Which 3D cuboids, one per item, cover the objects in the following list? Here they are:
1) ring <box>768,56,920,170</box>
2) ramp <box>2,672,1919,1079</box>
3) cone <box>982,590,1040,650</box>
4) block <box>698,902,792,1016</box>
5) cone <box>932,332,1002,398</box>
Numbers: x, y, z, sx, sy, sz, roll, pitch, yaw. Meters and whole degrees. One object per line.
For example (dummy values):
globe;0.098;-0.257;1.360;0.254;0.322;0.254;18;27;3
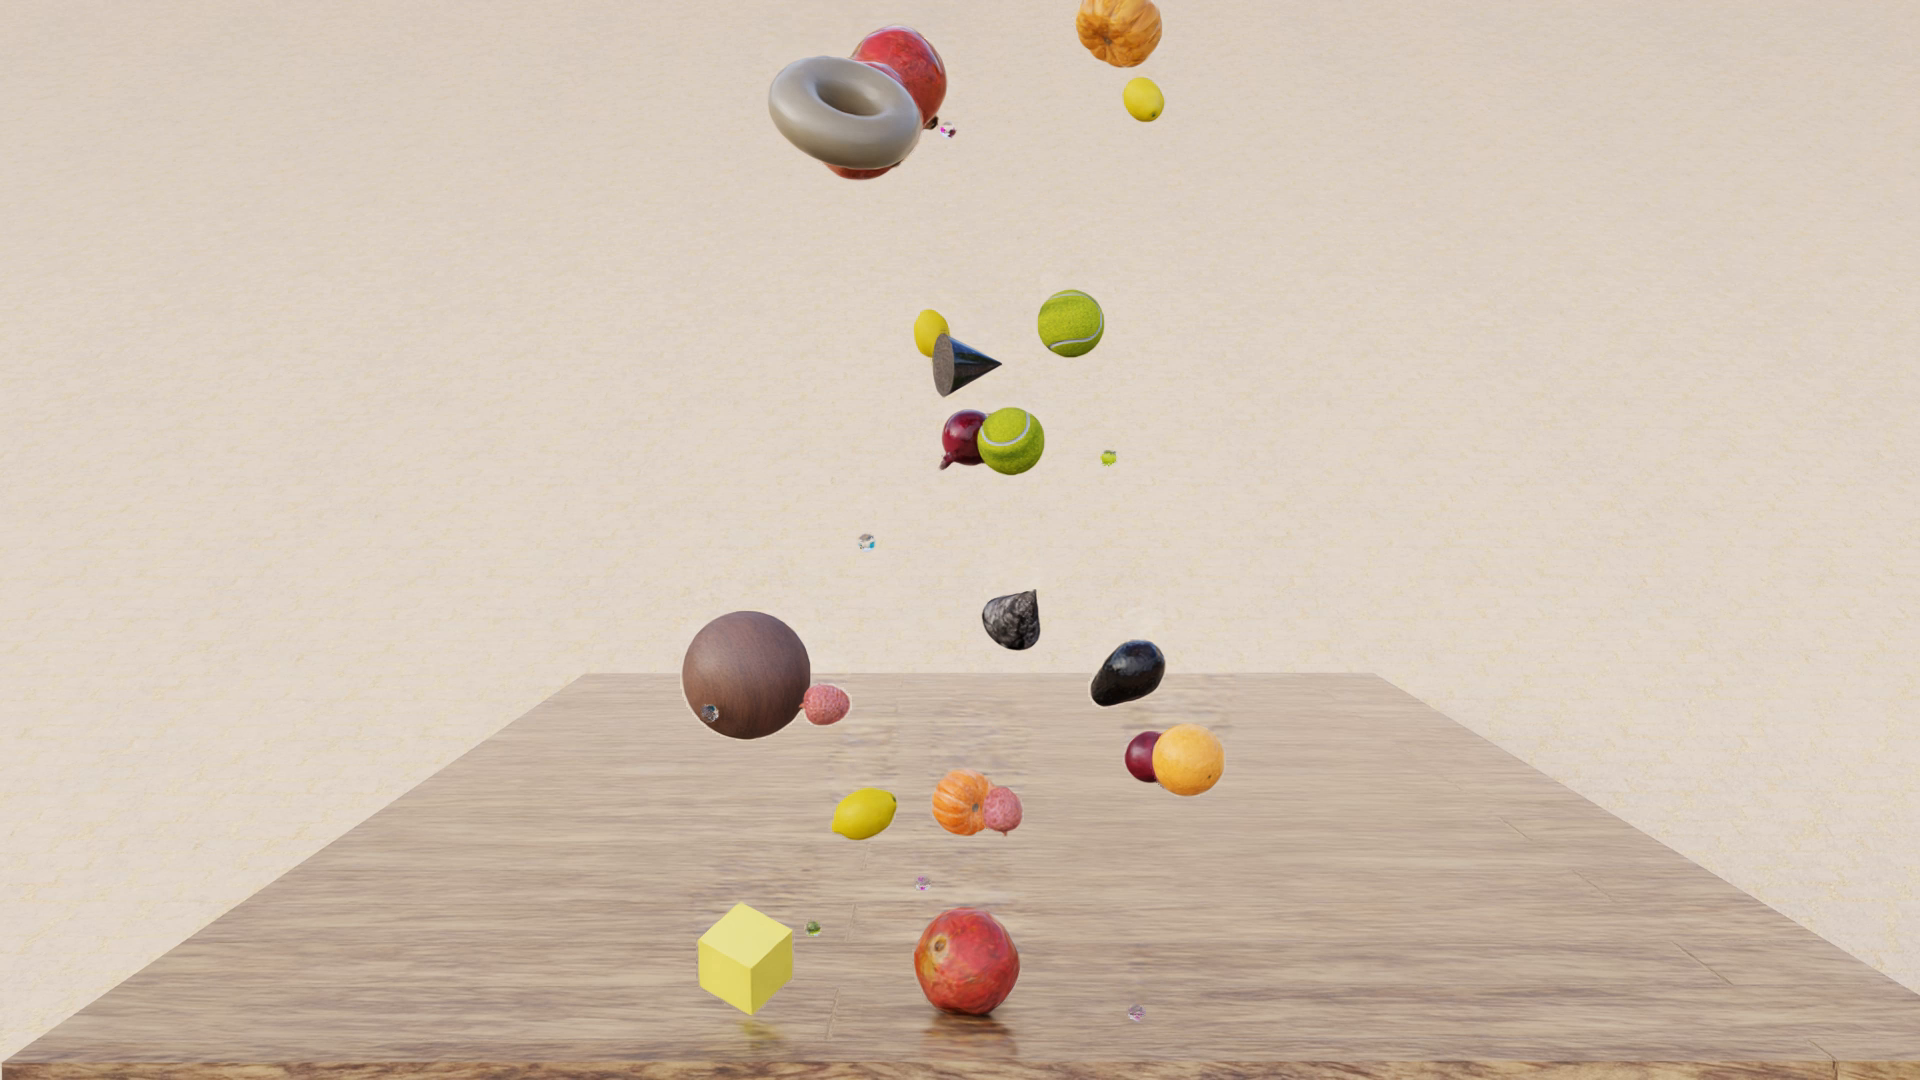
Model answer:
ring;-0.105;-0.390;2.344;0.143;0.048;0.143;13;39;-11
ramp;0.053;0.476;4.536;2.000;0.100;4.000;0;3;0
cone;0.070;0.073;2.837;0.070;0.070;0.070;13;52;-18
block;-0.229;0.447;2.750;0.071;0.071;0.071;24;41;26
cone;0.014;-0.180;2.644;0.066;0.066;0.066;-3;22;-20
